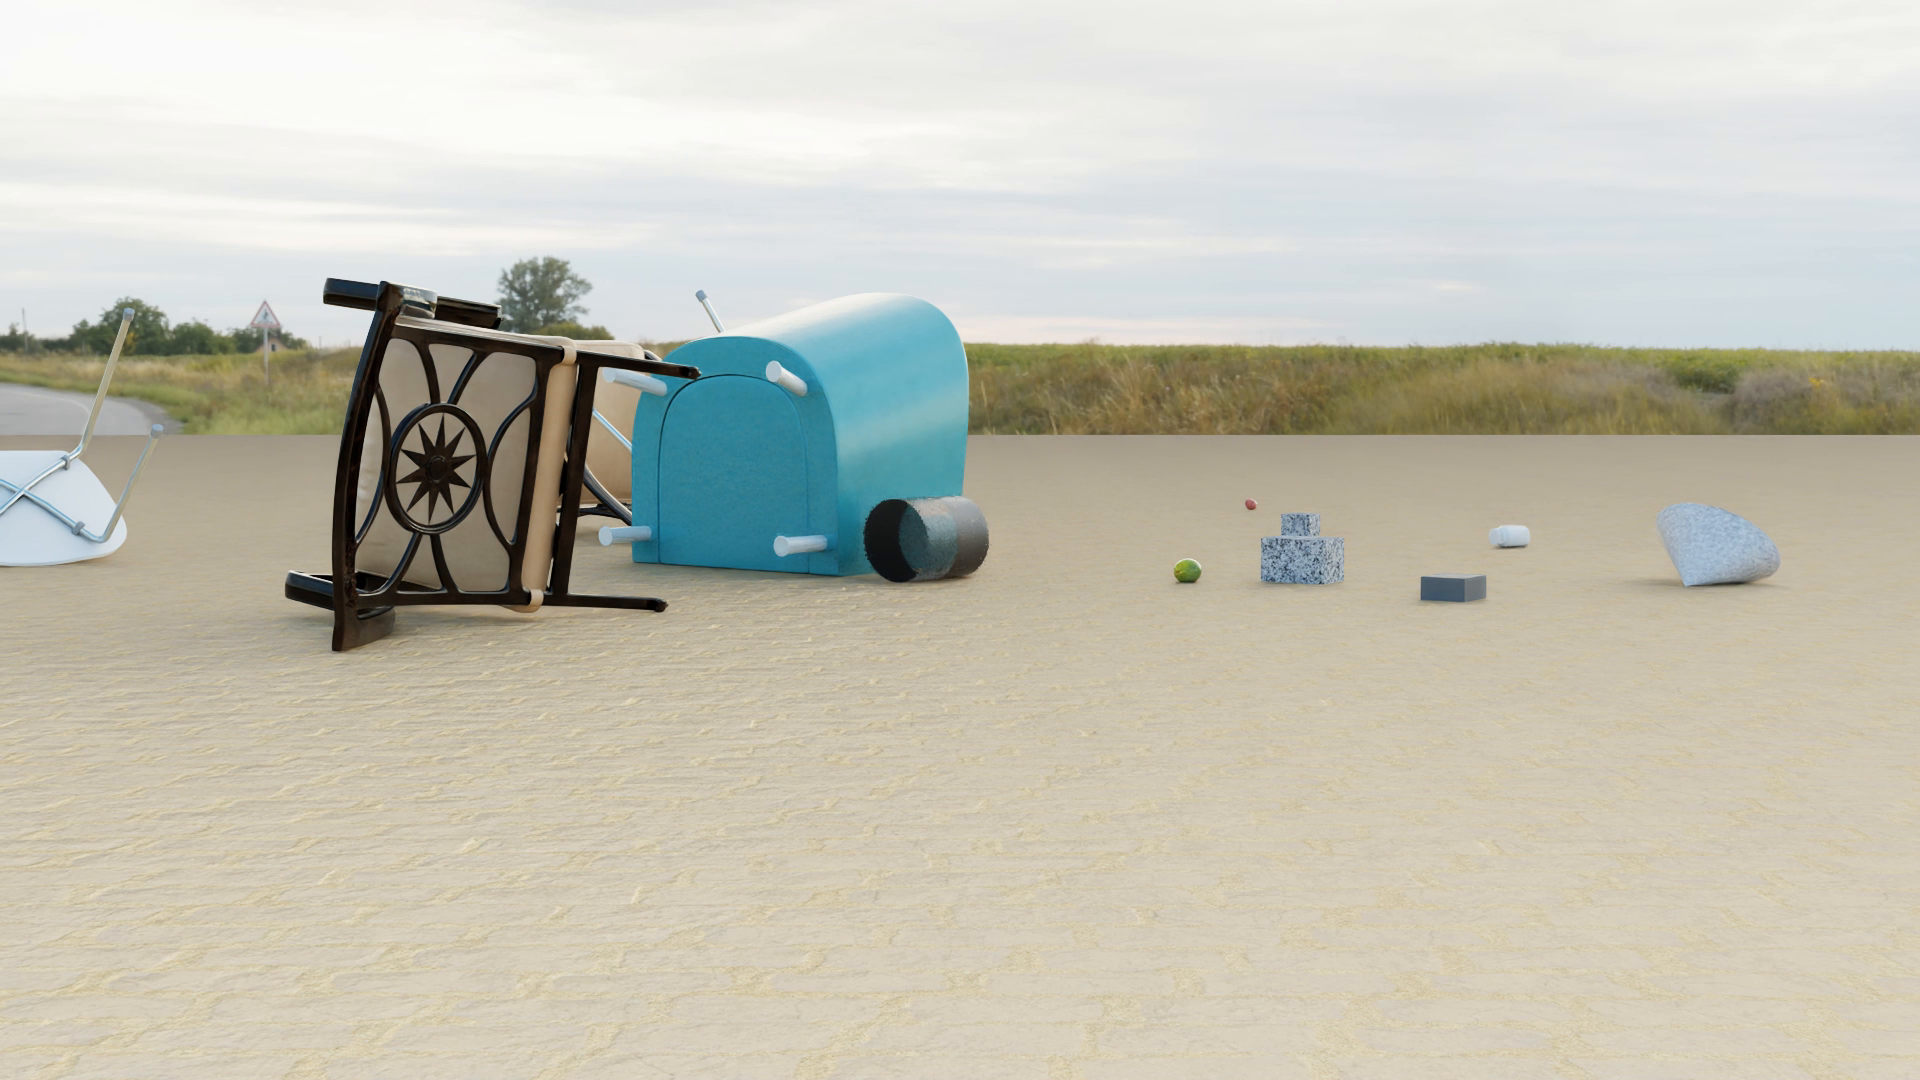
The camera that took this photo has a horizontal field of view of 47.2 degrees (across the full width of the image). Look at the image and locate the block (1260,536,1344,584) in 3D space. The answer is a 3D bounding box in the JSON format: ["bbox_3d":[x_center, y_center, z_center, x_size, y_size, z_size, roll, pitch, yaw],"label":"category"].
[{"bbox_3d":[0.801,0.045,5.141,0.160,0.102,0.111,3,5,34],"label":"block"}]

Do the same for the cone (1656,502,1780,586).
[{"bbox_3d":[1.705,0.056,5.057,0.299,0.197,0.187,23,47,28],"label":"cone"}]

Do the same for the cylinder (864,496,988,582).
[{"bbox_3d":[-0.079,-0.004,5.192,0.201,0.192,0.223,37,25,31],"label":"cylinder"}]

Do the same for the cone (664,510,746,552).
[{"bbox_3d":[-0.763,-0.004,6.188,0.195,0.118,0.295,-5,-5,-39],"label":"cone"}]

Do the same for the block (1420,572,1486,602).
[{"bbox_3d":[1.057,0.101,4.709,0.099,0.050,0.121,3,5,35],"label":"block"}]

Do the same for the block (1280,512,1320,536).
[{"bbox_3d":[1.043,-0.047,6.732,0.091,0.068,0.095,2,5,29],"label":"block"}]
